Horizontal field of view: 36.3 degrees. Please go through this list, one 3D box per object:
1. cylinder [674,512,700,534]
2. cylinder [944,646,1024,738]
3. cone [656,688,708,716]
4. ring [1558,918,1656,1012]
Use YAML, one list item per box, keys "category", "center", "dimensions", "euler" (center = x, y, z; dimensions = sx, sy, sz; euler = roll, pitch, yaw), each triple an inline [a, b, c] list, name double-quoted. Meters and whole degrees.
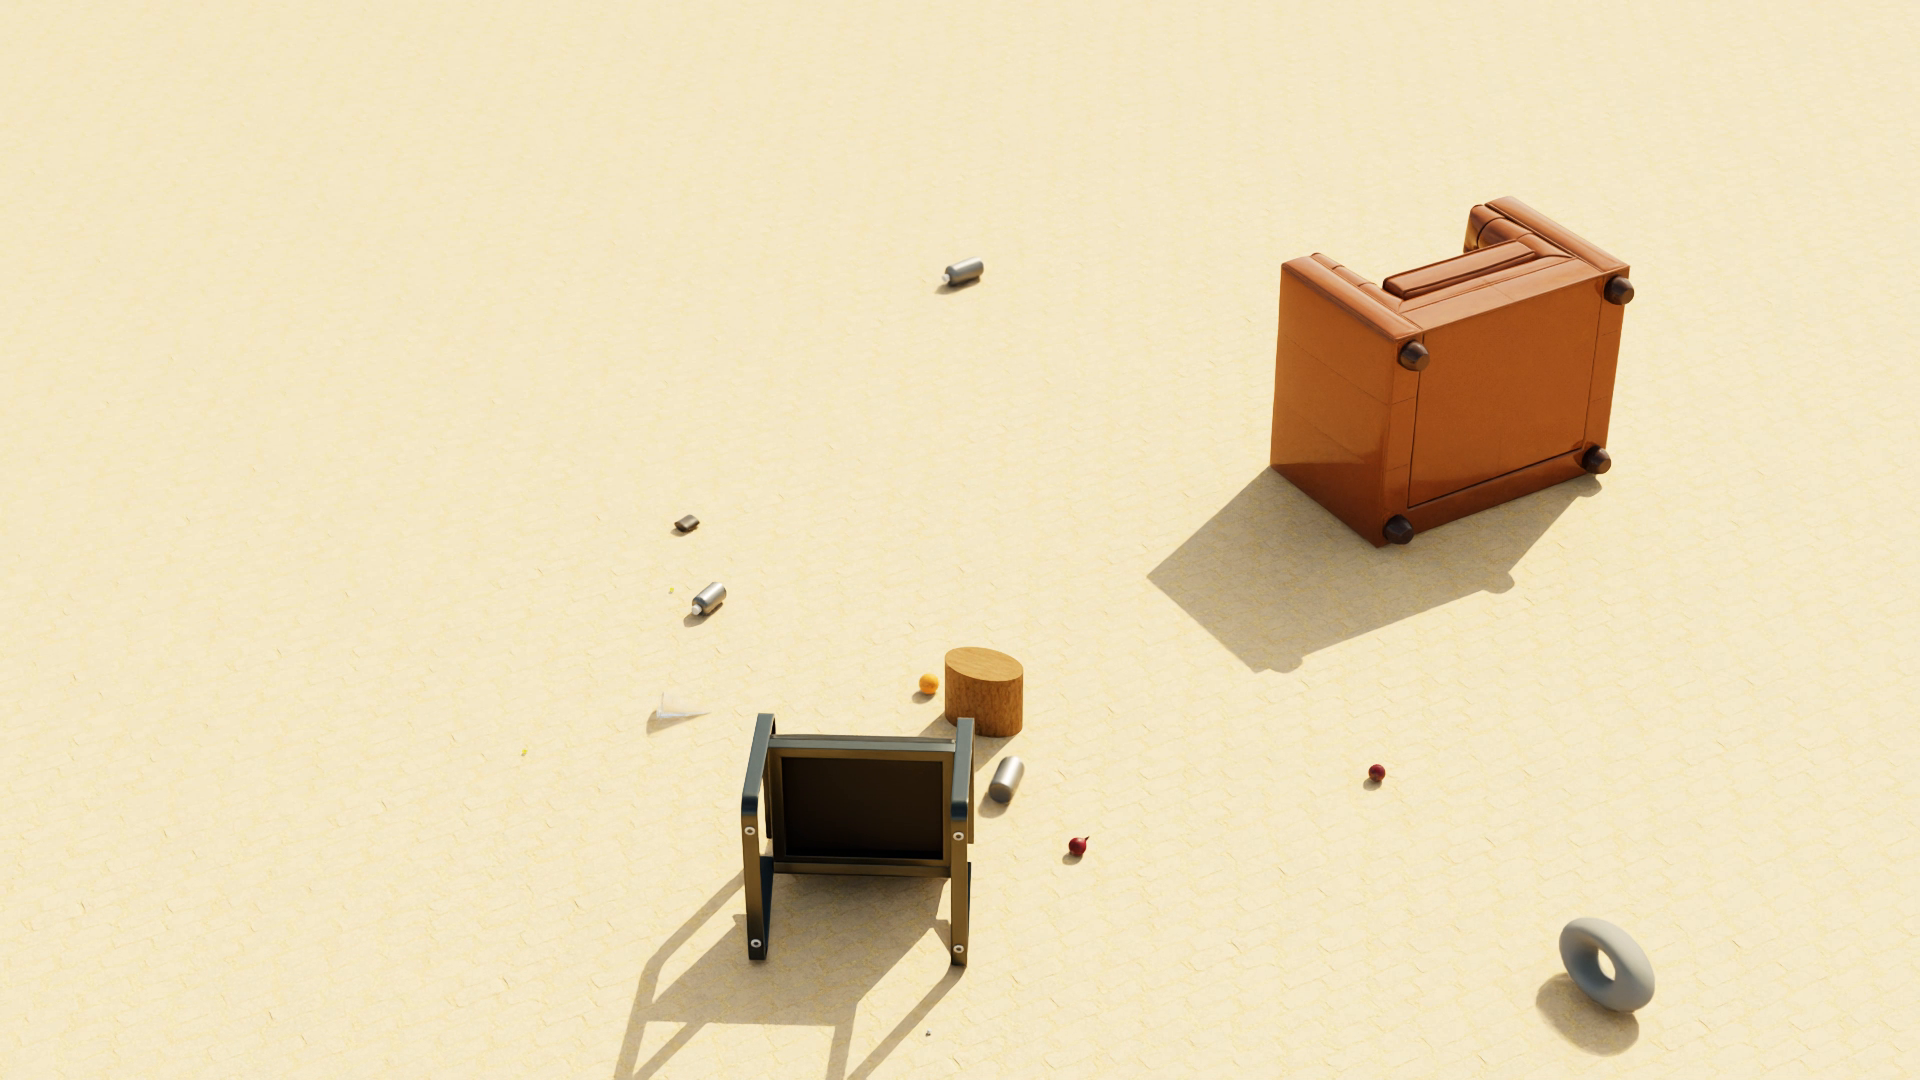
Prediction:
- category: "cylinder"
  center: [-1.025, -0.063, 11.007]
  dimensions: [0.069, 0.036, 0.070]
  euler: [26, 60, 19]
- category: "cylinder"
  center: [0.081, 0.516, 9.946]
  dimensions: [0.283, 0.237, 0.175]
  euler: [14, 36, 21]
- category: "cone"
  center: [-0.938, 0.577, 10.027]
  dimensions: [0.182, 0.094, 0.111]
  euler: [15, 17, -12]
- category: "ring"
  center: [1.944, 1.276, 8.813]
  dimensions: [0.132, 0.220, 0.356]
  euler: [3, 31, -39]
